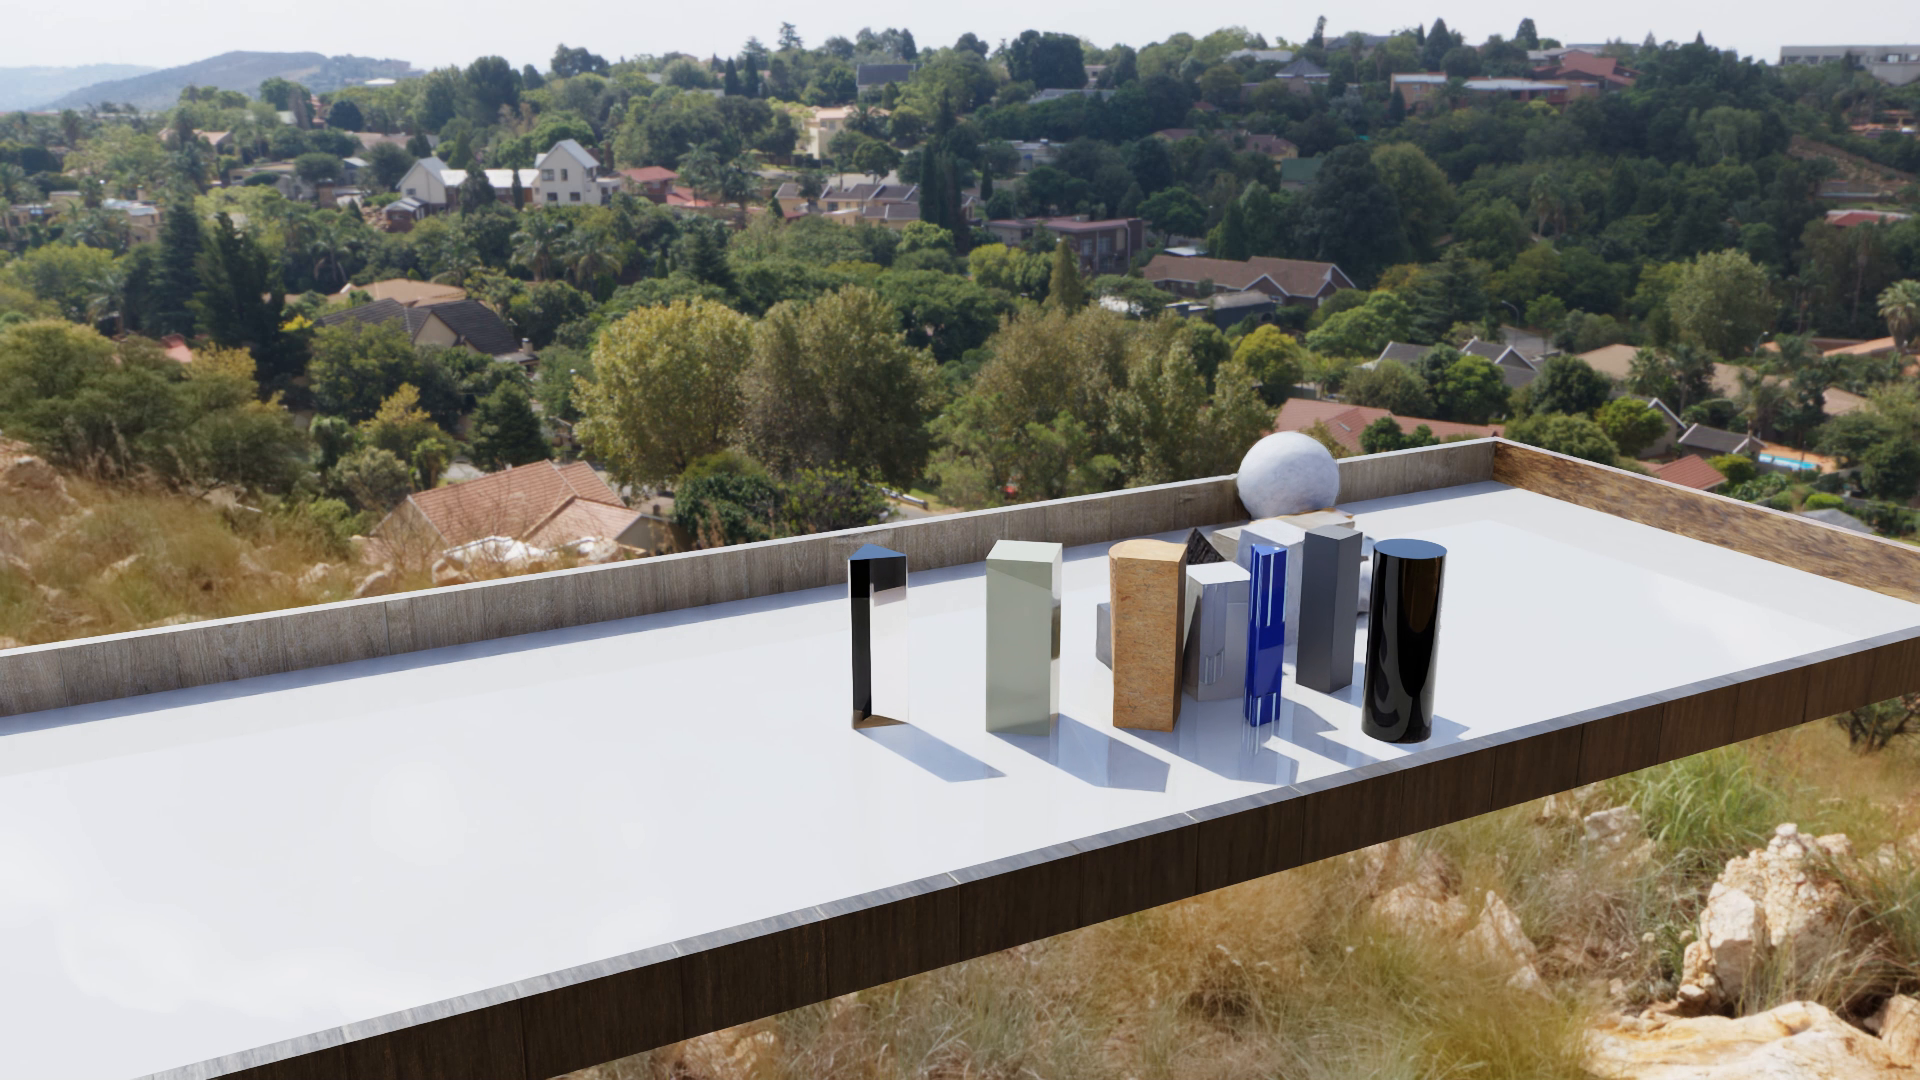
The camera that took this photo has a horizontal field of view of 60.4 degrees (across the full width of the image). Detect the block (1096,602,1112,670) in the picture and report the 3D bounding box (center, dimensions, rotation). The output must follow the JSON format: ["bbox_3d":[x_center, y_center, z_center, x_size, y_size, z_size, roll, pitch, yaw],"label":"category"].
[{"bbox_3d":[0.554,0.238,4.279,0.371,0.149,0.149,-6,17,-19],"label":"block"}]

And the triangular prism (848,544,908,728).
[{"bbox_3d":[-0.202,0.222,3.866,0.137,0.413,0.118,-4,17,-14],"label":"triangular prism"}]

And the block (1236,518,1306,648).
[{"bbox_3d":[0.822,0.121,4.366,0.143,0.309,0.143,-16,30,-42],"label":"block"}]

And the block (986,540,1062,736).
[{"bbox_3d":[0.148,0.227,3.835,0.151,0.421,0.151,3,17,11],"label":"block"}]

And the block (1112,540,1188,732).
[{"bbox_3d":[0.444,0.224,3.856,0.140,0.416,0.140,4,17,15],"label":"block"}]

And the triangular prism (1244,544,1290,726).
[{"bbox_3d":[0.701,0.221,3.859,0.087,0.420,0.075,-11,20,-33],"label":"triangular prism"}]

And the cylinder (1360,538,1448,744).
[{"bbox_3d":[1.016,0.231,3.783,0.161,0.443,0.161,0,16,0],"label":"cylinder"}]

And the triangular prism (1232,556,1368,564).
[{"bbox_3d":[0.985,0.105,4.785,0.404,0.114,0.132,-2,17,-6],"label":"triangular prism"}]

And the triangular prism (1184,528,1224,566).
[{"bbox_3d":[0.589,0.116,4.480,0.140,0.121,0.314,9,49,30],"label":"triangular prism"}]

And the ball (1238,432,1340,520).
[{"bbox_3d":[1.078,-0.192,5.425,0.328,0.328,0.328,0,16,0],"label":"ball"}]

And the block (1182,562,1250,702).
[{"bbox_3d":[0.627,0.224,4.059,0.149,0.301,0.149,-5,17,-16],"label":"block"}]

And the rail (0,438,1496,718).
[{"bbox_3d":[-3.305,0.497,3.399,12.000,0.150,0.050,-9,18,-27],"label":"rail"}]

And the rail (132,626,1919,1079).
[{"bbox_3d":[-2.336,1.006,1.665,12.000,0.150,0.050,-9,18,-27],"label":"rail"}]

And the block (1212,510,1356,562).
[{"bbox_3d":[0.987,0.023,5.032,0.449,0.137,0.137,-10,19,-30],"label":"block"}]

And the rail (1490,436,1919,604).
[{"bbox_3d":[2.466,-0.048,5.253,0.050,0.150,2.100,-9,18,-27],"label":"rail"}]

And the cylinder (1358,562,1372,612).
[{"bbox_3d":[0.937,0.142,4.622,0.455,0.142,0.142,-3,17,-9],"label":"cylinder"}]

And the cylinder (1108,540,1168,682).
[{"bbox_3d":[0.450,0.193,4.037,0.161,0.358,0.161,-3,21,1],"label":"cylinder"}]

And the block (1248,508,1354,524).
[{"bbox_3d":[1.079,-0.018,5.226,0.341,0.106,0.106,-9,19,-29],"label":"block"}]

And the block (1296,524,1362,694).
[{"bbox_3d":[0.911,0.170,4.075,0.100,0.396,0.100,-15,22,-42],"label":"block"}]
